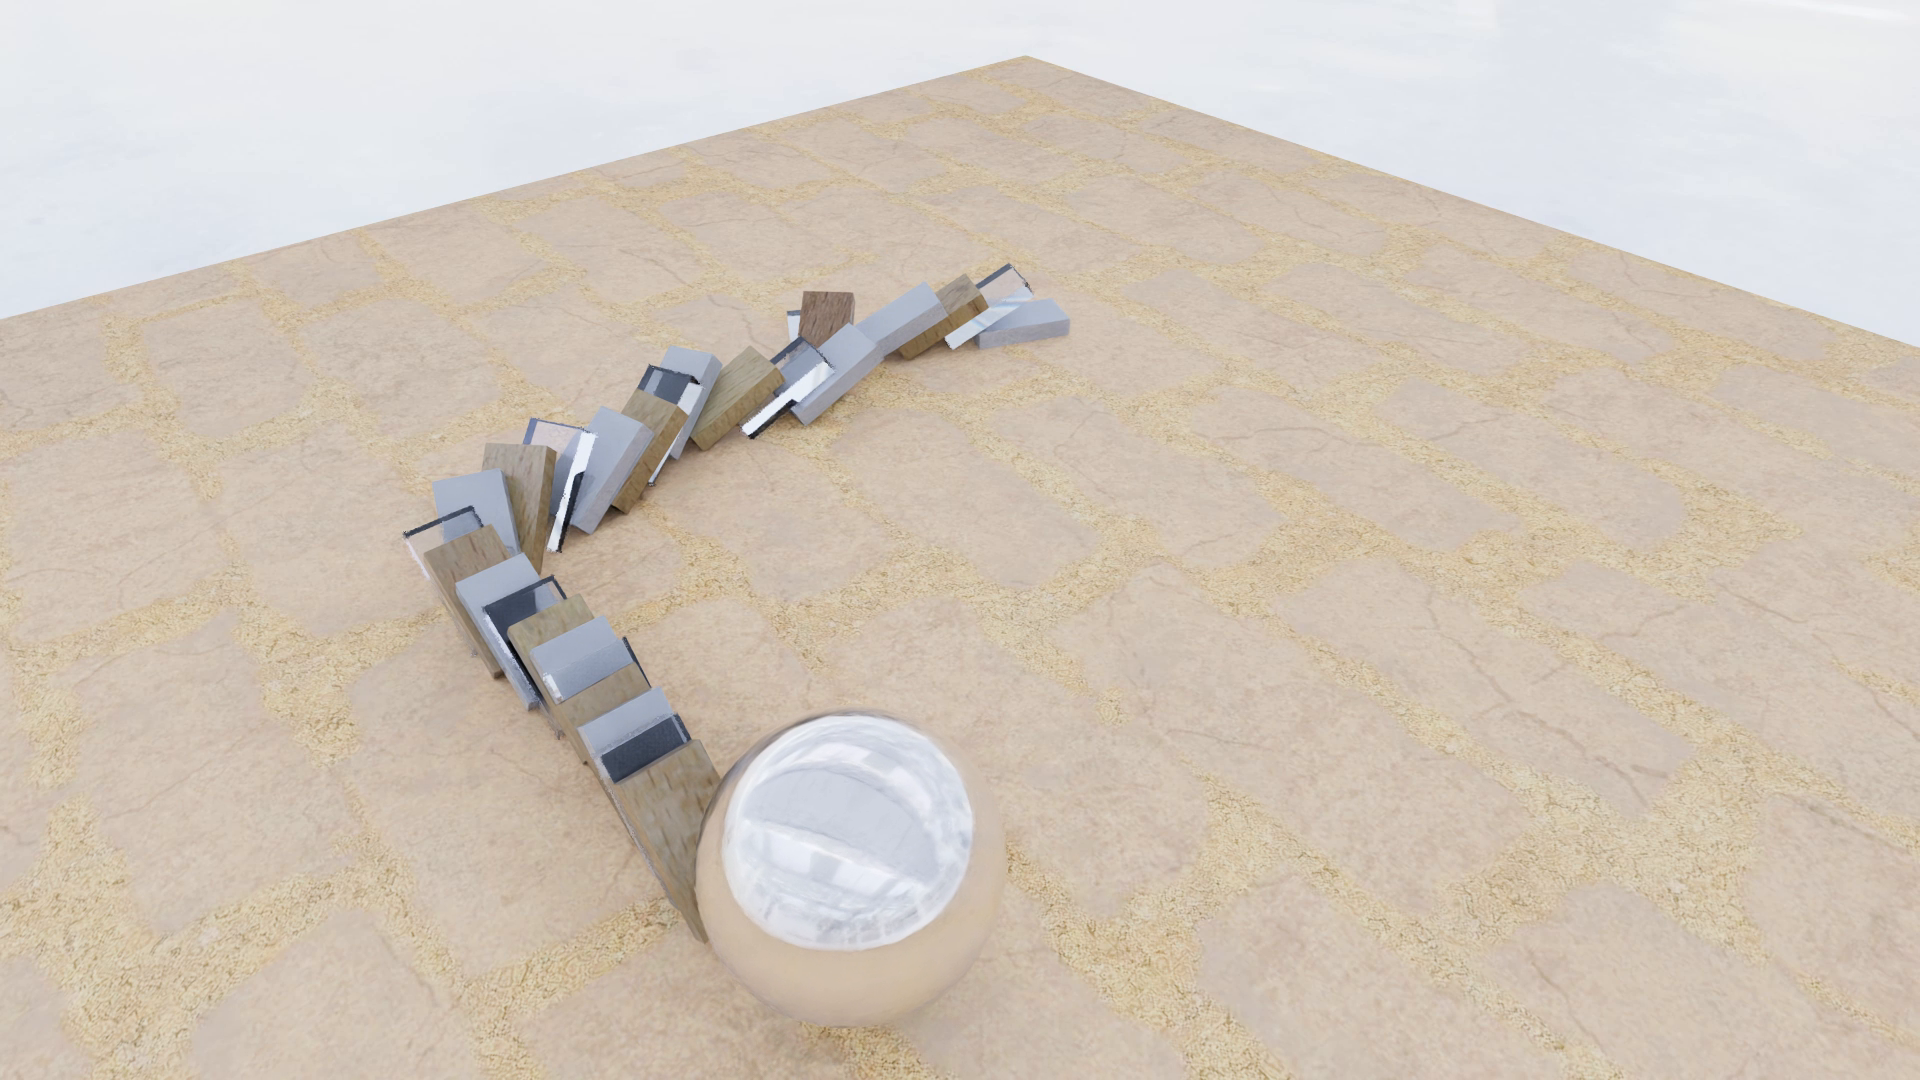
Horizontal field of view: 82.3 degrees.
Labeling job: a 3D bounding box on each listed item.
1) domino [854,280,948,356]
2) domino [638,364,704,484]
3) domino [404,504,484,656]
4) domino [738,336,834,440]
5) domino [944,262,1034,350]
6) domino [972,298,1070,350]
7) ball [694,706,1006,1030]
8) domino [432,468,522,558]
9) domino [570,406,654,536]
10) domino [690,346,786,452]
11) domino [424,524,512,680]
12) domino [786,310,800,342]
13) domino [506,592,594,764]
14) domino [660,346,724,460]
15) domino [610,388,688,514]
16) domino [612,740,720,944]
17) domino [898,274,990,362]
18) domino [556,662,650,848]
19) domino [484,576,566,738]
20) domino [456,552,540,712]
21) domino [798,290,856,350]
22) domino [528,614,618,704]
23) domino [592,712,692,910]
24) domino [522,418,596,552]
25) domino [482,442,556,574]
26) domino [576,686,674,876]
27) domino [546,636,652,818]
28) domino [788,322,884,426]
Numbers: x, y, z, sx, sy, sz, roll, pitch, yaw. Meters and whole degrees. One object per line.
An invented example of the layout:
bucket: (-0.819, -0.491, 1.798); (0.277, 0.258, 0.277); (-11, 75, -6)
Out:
domino: (-0.033, -0.110, 0.561); (0.050, 0.010, 0.025); (-32, 43, 3)
domino: (-0.136, -0.051, 0.485); (0.025, 0.009, 0.050); (16, 74, 24)
domino: (-0.179, 0.015, 0.404); (0.025, 0.010, 0.050); (-30, 83, -31)
domino: (-0.086, -0.072, 0.514); (0.050, 0.010, 0.025); (-41, 51, -7)
domino: (0.011, -0.122, 0.572); (0.050, 0.010, 0.025); (-33, 42, 4)
domino: (0.030, -0.115, 0.584); (0.050, 0.009, 0.025); (-12, 41, -14)
ball: (-0.028, 0.083, 0.286); (0.080, 0.080, 0.080); (0, 39, 0)
domino: (-0.183, 0.000, 0.420); (0.025, 0.009, 0.050); (-14, 79, -13)
domino: (-0.152, -0.029, 0.460); (0.025, 0.009, 0.050); (23, 77, 26)
domino: (-0.107, -0.066, 0.507); (0.050, 0.010, 0.025); (-43, 51, -8)
domino: (-0.168, 0.022, 0.395); (0.025, 0.010, 0.050); (-30, 83, -31)
domino: (-0.076, -0.104, 0.570); (0.025, 0.010, 0.050); (-6, 40, -8)
domino: (-0.126, 0.046, 0.365); (0.025, 0.009, 0.050); (-30, 85, -31)
domino: (-0.130, -0.063, 0.499); (0.025, 0.009, 0.050); (14, 73, 24)
domino: (-0.140, -0.038, 0.470); (0.025, 0.010, 0.050); (23, 77, 26)
domino: (-0.075, 0.085, 0.313); (0.025, 0.050, 0.010); (-29, 5, -31)
domino: (-0.012, -0.115, 0.567); (0.050, 0.009, 0.025); (-33, 43, 4)
domino: (-0.099, 0.066, 0.336); (0.025, 0.050, 0.010); (-31, 6, -31)
domino: (-0.138, 0.039, 0.376); (0.025, 0.009, 0.050); (-30, 79, -31)
domino: (-0.152, 0.032, 0.385); (0.025, 0.009, 0.050); (-29, 79, -31)
domino: (-0.067, -0.099, 0.544); (0.025, 0.009, 0.050); (3, 71, 3)
domino: (-0.115, 0.052, 0.356); (0.025, 0.009, 0.050); (-29, 87, -31)
domino: (-0.083, 0.079, 0.321); (0.025, 0.050, 0.009); (-29, 5, -31)
domino: (-0.169, -0.023, 0.447); (0.025, 0.009, 0.050); (12, 81, 14)
domino: (-0.177, -0.013, 0.435); (0.025, 0.010, 0.050); (3, 80, 4)
domino: (-0.091, 0.072, 0.329); (0.025, 0.050, 0.010); (-28, 4, -31)
domino: (-0.106, 0.059, 0.345); (0.025, 0.050, 0.010); (-28, 4, -31)
domino: (-0.063, -0.079, 0.522); (0.050, 0.010, 0.025); (-42, 54, -7)
